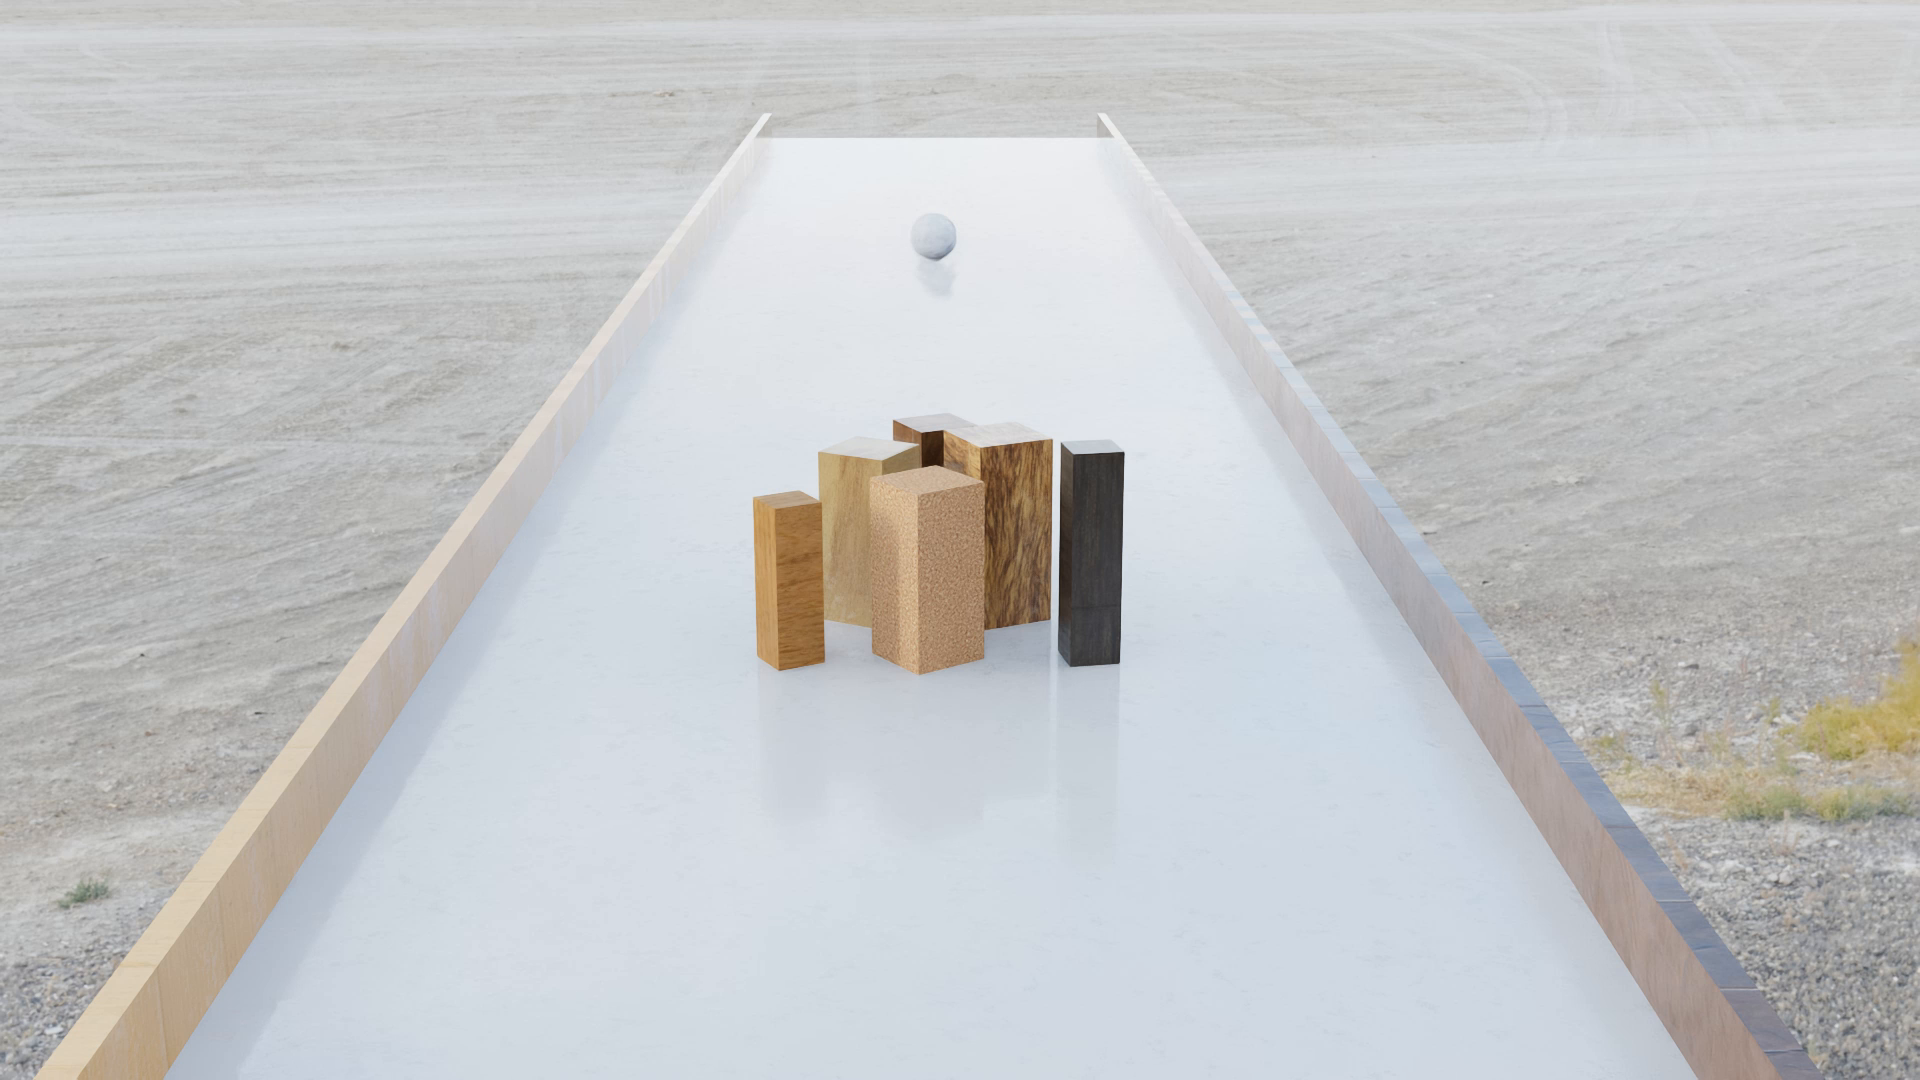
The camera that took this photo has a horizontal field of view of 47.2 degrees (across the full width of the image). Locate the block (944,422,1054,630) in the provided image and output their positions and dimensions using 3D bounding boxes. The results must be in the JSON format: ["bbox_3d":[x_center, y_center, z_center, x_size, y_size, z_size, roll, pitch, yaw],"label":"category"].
[{"bbox_3d":[0.079,-0.031,4.640,0.169,0.395,0.169,-8,18,-25],"label":"block"}]

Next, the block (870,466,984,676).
[{"bbox_3d":[-0.065,0.058,4.387,0.162,0.368,0.162,-12,20,-35],"label":"block"}]

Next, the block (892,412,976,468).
[{"bbox_3d":[-0.055,-0.085,4.881,0.139,0.361,0.139,-9,19,-27],"label":"block"}]

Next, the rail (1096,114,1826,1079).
[{"bbox_3d":[0.932,-0.844,7.801,0.050,0.150,12.000,0,17,-1],"label":"rail"}]

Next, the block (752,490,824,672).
[{"bbox_3d":[-0.340,0.080,4.373,0.102,0.333,0.102,-9,19,-28],"label":"block"}]

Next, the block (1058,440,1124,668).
[{"bbox_3d":[0.259,0.026,4.371,0.103,0.437,0.103,-3,17,-11],"label":"block"}]

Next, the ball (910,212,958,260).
[{"bbox_3d":[-0.109,-1.259,9.121,0.194,0.194,0.194,0,17,0],"label":"ball"}]

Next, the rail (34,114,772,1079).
[{"bbox_3d":[-1.118,-0.838,7.780,0.050,0.150,12.000,0,17,-1],"label":"rail"}]

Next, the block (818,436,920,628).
[{"bbox_3d":[-0.190,-0.017,4.641,0.154,0.366,0.154,9,19,27],"label":"block"}]
